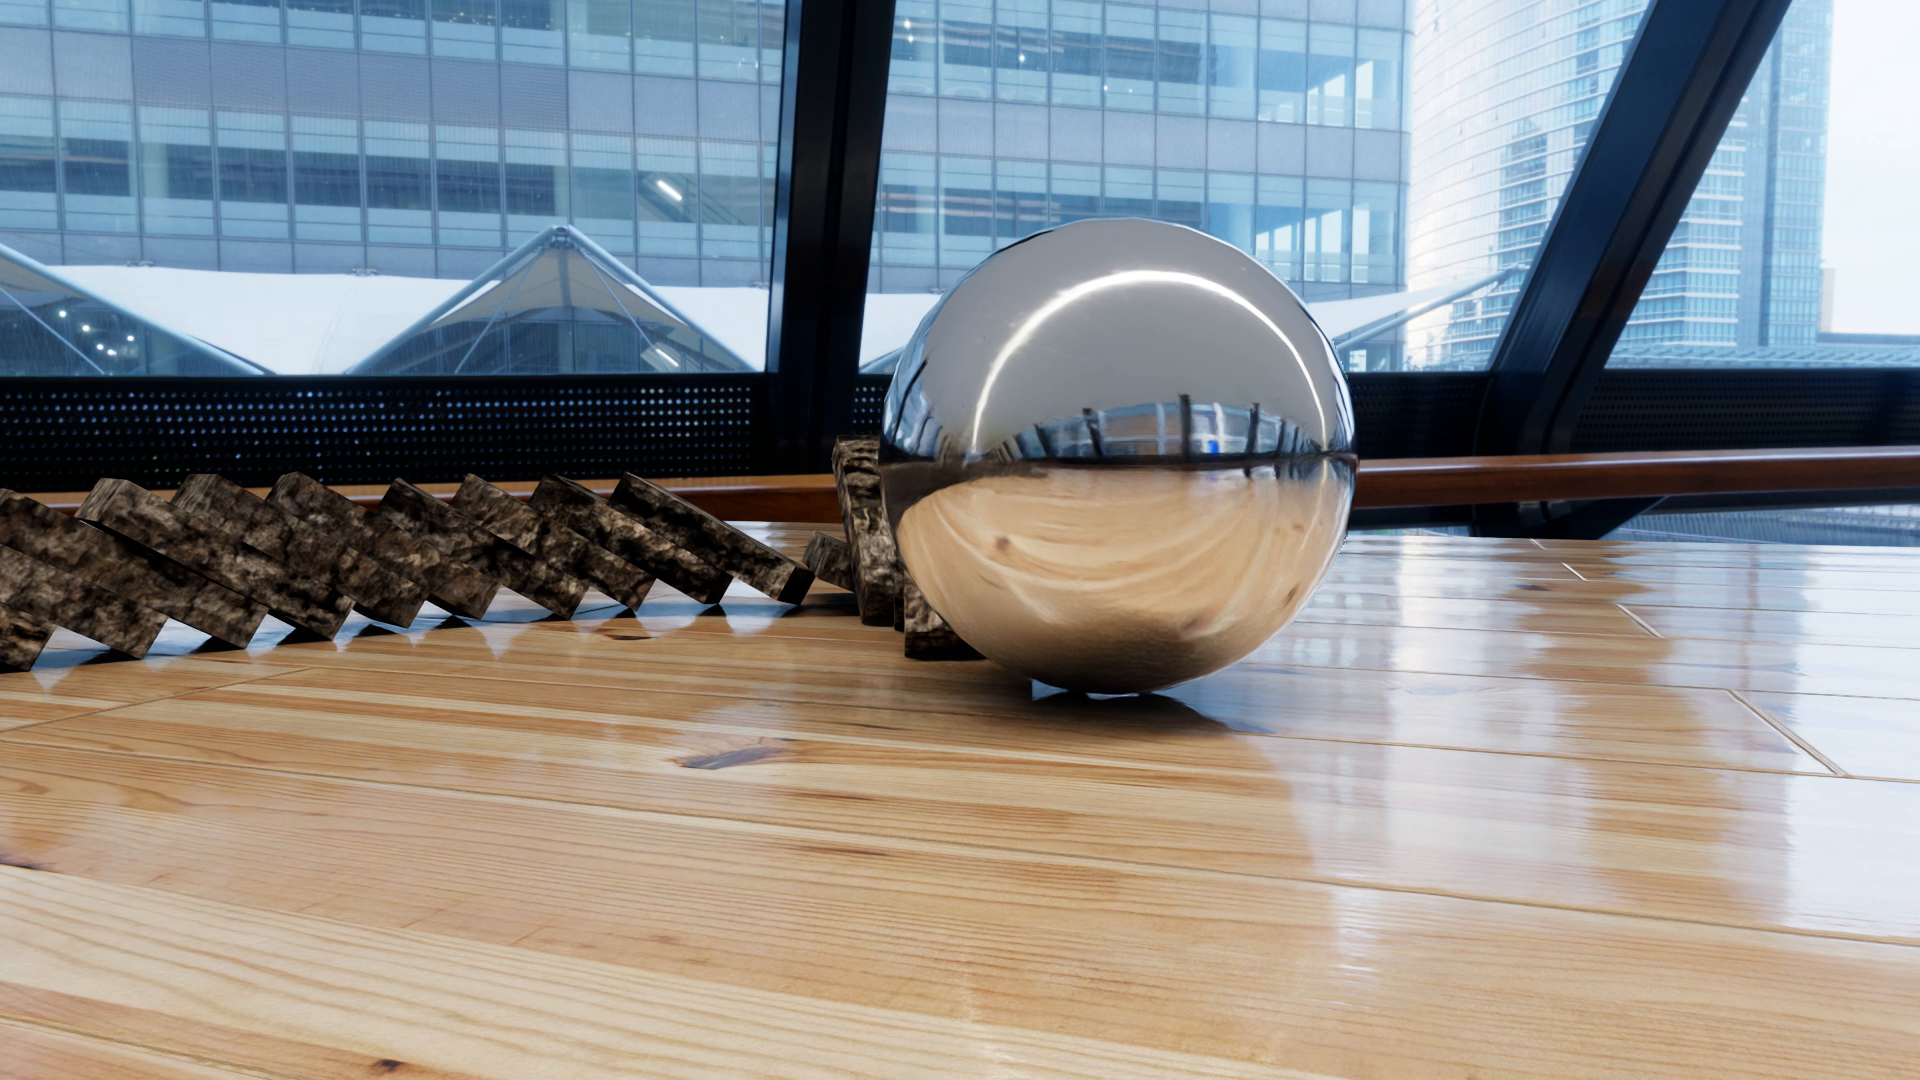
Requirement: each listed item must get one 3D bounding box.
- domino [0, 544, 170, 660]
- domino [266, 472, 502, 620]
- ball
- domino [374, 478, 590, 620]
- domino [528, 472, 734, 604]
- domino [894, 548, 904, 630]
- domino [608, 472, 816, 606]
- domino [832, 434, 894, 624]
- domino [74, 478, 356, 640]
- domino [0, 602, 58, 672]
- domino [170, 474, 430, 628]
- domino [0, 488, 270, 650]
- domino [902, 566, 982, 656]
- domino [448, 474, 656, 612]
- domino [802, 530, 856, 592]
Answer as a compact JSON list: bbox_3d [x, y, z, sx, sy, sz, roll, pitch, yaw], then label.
[{"bbox_3d":[-0.184,0.007,0.248,0.025,0.009,0.050,5,-25,46],"label":"domino"},{"bbox_3d":[-0.135,0.002,0.298,0.050,0.009,0.025,36,-20,-30],"label":"domino"},{"bbox_3d":[0.026,-0.014,0.218,0.080,0.080,0.080,0,4,0],"label":"ball"},{"bbox_3d":[-0.116,0.002,0.313,0.050,0.009,0.025,32,-8,-20],"label":"domino"},{"bbox_3d":[-0.083,0.000,0.329,0.050,0.009,0.025,29,-3,0],"label":"domino"},{"bbox_3d":[-0.003,-0.003,0.305,0.025,0.050,0.009,0,-35,-4],"label":"domino"},{"bbox_3d":[-0.063,0.000,0.329,0.050,0.010,0.025,29,-2,8],"label":"domino"},{"bbox_3d":[-0.015,-0.004,0.318,0.025,0.050,0.009,-1,-35,-18],"label":"domino"},{"bbox_3d":[-0.158,0.004,0.273,0.025,0.009,0.050,4,-27,46],"label":"domino"},{"bbox_3d":[-0.197,0.008,0.235,0.025,0.009,0.050,4,-24,46],"label":"domino"},{"bbox_3d":[-0.146,0.003,0.285,0.025,0.009,0.050,3,-28,47],"label":"domino"},{"bbox_3d":[-0.170,0.006,0.261,0.025,0.010,0.050,4,-25,46],"label":"domino"},{"bbox_3d":[0.000,0.000,0.269,0.025,0.050,0.009,0,-35,-4],"label":"domino"},{"bbox_3d":[-0.101,0.001,0.320,0.050,0.010,0.025,32,-8,-16],"label":"domino"},{"bbox_3d":[-0.027,0.008,0.342,0.025,0.009,0.050,22,0,-13],"label":"domino"}]
